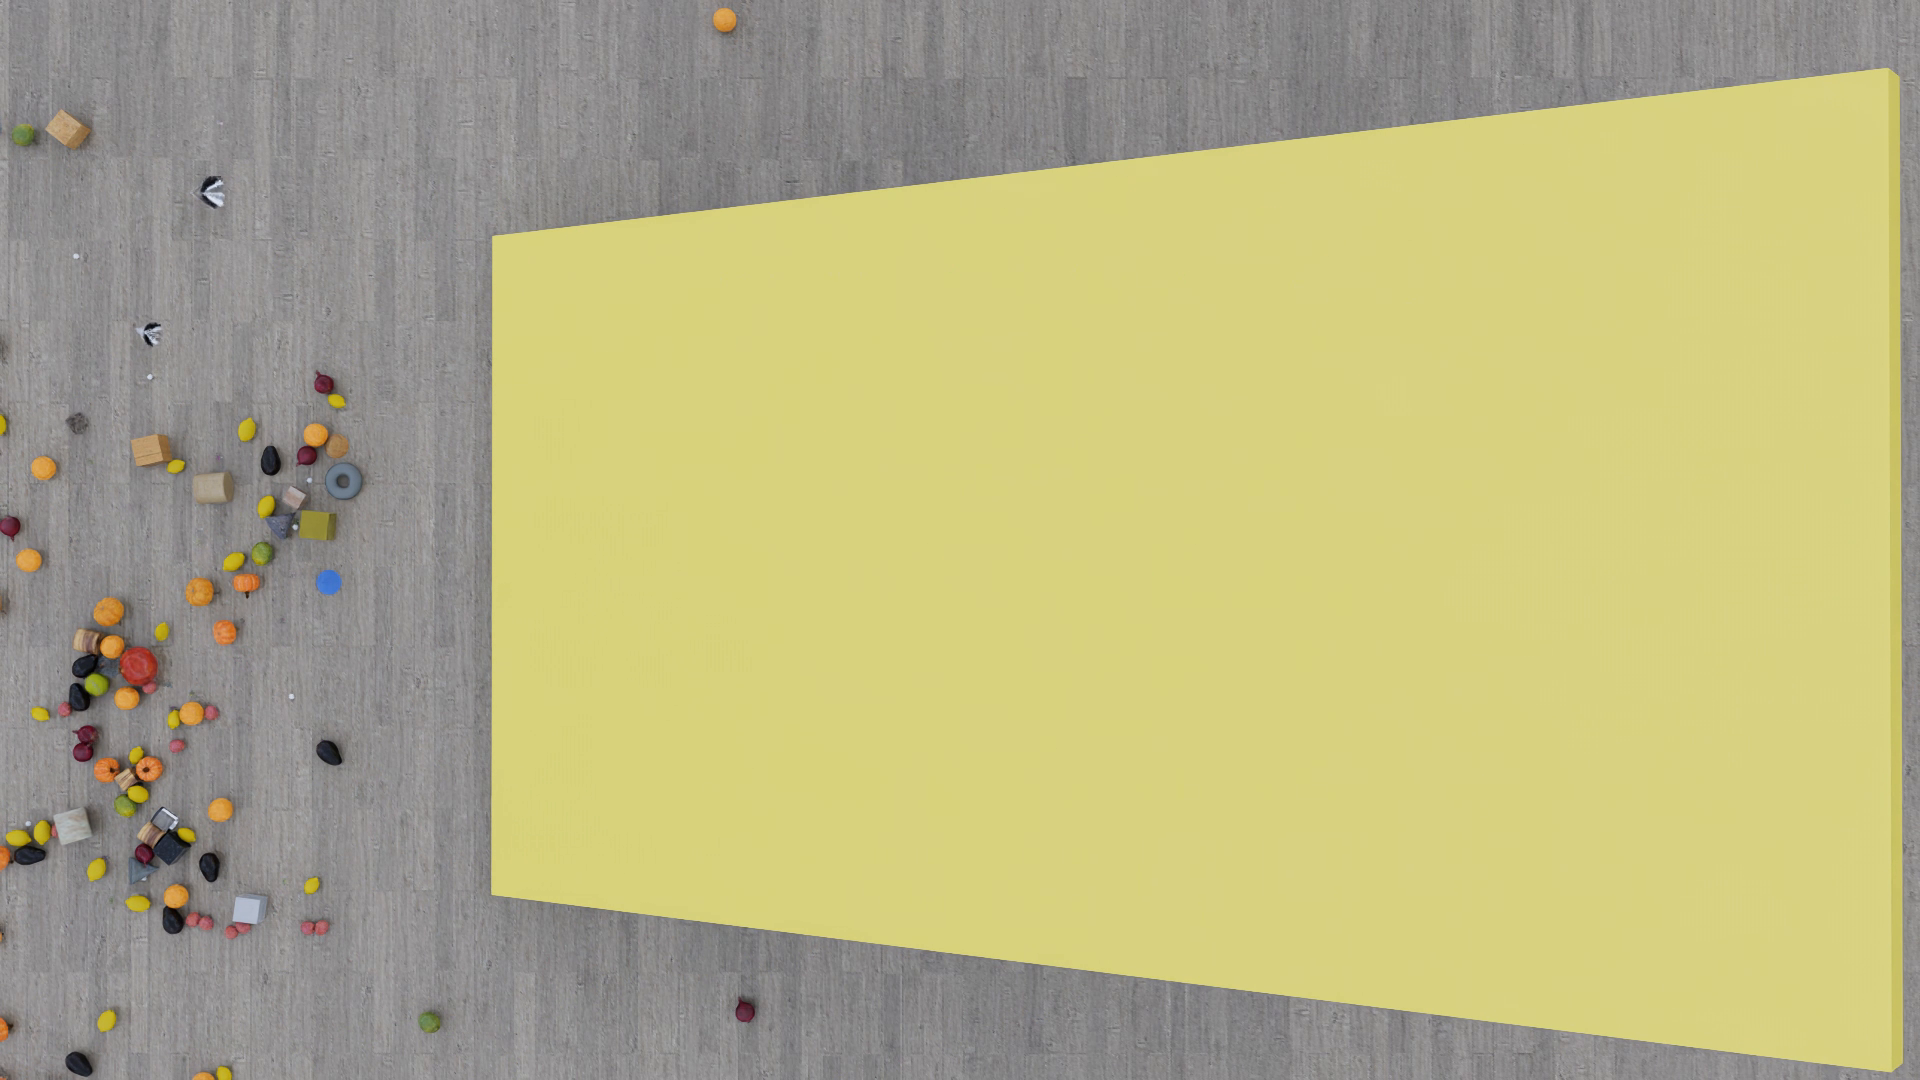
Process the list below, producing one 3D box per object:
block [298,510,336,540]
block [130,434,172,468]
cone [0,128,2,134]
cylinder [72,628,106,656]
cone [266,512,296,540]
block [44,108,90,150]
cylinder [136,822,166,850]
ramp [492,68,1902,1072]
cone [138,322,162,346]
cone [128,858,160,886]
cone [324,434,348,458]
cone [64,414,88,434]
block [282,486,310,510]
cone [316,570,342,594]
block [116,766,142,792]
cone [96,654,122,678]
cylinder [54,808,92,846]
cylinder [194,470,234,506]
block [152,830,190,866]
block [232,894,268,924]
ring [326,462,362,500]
[{"bbox_3d":[-1.961,-0.045,6.719,0.084,0.084,0.084,7,90,0],"label":"block"},{"bbox_3d":[-2.470,-0.272,6.721,0.082,0.082,0.082,-13,90,0],"label":"block"},{"bbox_3d":[-3.010,-1.264,6.750,0.088,0.088,0.088,24,90,27],"label":"cone"},{"bbox_3d":[-2.663,0.310,6.722,0.070,0.070,0.070,13,90,0],"label":"cylinder"},{"bbox_3d":[-2.068,-0.060,6.742,0.083,0.083,0.083,46,63,0],"label":"cone"},{"bbox_3d":[-2.729,-1.256,6.730,0.079,0.079,0.079,39,90,0],"label":"block"},{"bbox_3d":[-2.469,0.903,6.722,0.063,0.063,0.063,36,90,0],"label":"cylinder"},{"bbox_3d":[0.244,0.067,5.569,4.000,0.100,2.000,0,89,35],"label":"ramp"},{"bbox_3d":[-2.503,-0.638,6.749,0.072,0.072,0.072,17,90,30],"label":"cone"},{"bbox_3d":[-2.494,1.009,6.733,0.087,0.087,0.087,-2,89,-27],"label":"cone"},{"bbox_3d":[-1.917,-0.289,6.725,0.075,0.075,0.075,0,90,0],"label":"cone"},{"bbox_3d":[-2.727,-0.359,6.748,0.065,0.065,0.065,6,90,27],"label":"cone"},{"bbox_3d":[-2.032,-0.128,6.734,0.054,0.054,0.054,31,90,0],"label":"block"},{"bbox_3d":[-1.940,0.130,6.721,0.077,0.077,0.077,0,90,0],"label":"cone"},{"bbox_3d":[-2.543,0.731,6.729,0.051,0.051,0.051,-35,90,0],"label":"block"},{"bbox_3d":[-2.615,0.386,6.719,0.076,0.076,0.076,0,90,0],"label":"cone"},{"bbox_3d":[-2.705,0.872,6.707,0.093,0.093,0.093,-15,90,0],"label":"cylinder"},{"bbox_3d":[-2.280,-0.159,6.715,0.093,0.093,0.093,-8,90,-6],"label":"cylinder"},{"bbox_3d":[-2.408,0.942,6.718,0.069,0.069,0.069,42,90,0],"label":"block"},{"bbox_3d":[-2.167,1.126,6.714,0.074,0.074,0.074,8,90,0],"label":"block"},{"bbox_3d":[-1.890,-0.180,6.743,0.115,0.038,0.115,0,91,1],"label":"ring"}]
